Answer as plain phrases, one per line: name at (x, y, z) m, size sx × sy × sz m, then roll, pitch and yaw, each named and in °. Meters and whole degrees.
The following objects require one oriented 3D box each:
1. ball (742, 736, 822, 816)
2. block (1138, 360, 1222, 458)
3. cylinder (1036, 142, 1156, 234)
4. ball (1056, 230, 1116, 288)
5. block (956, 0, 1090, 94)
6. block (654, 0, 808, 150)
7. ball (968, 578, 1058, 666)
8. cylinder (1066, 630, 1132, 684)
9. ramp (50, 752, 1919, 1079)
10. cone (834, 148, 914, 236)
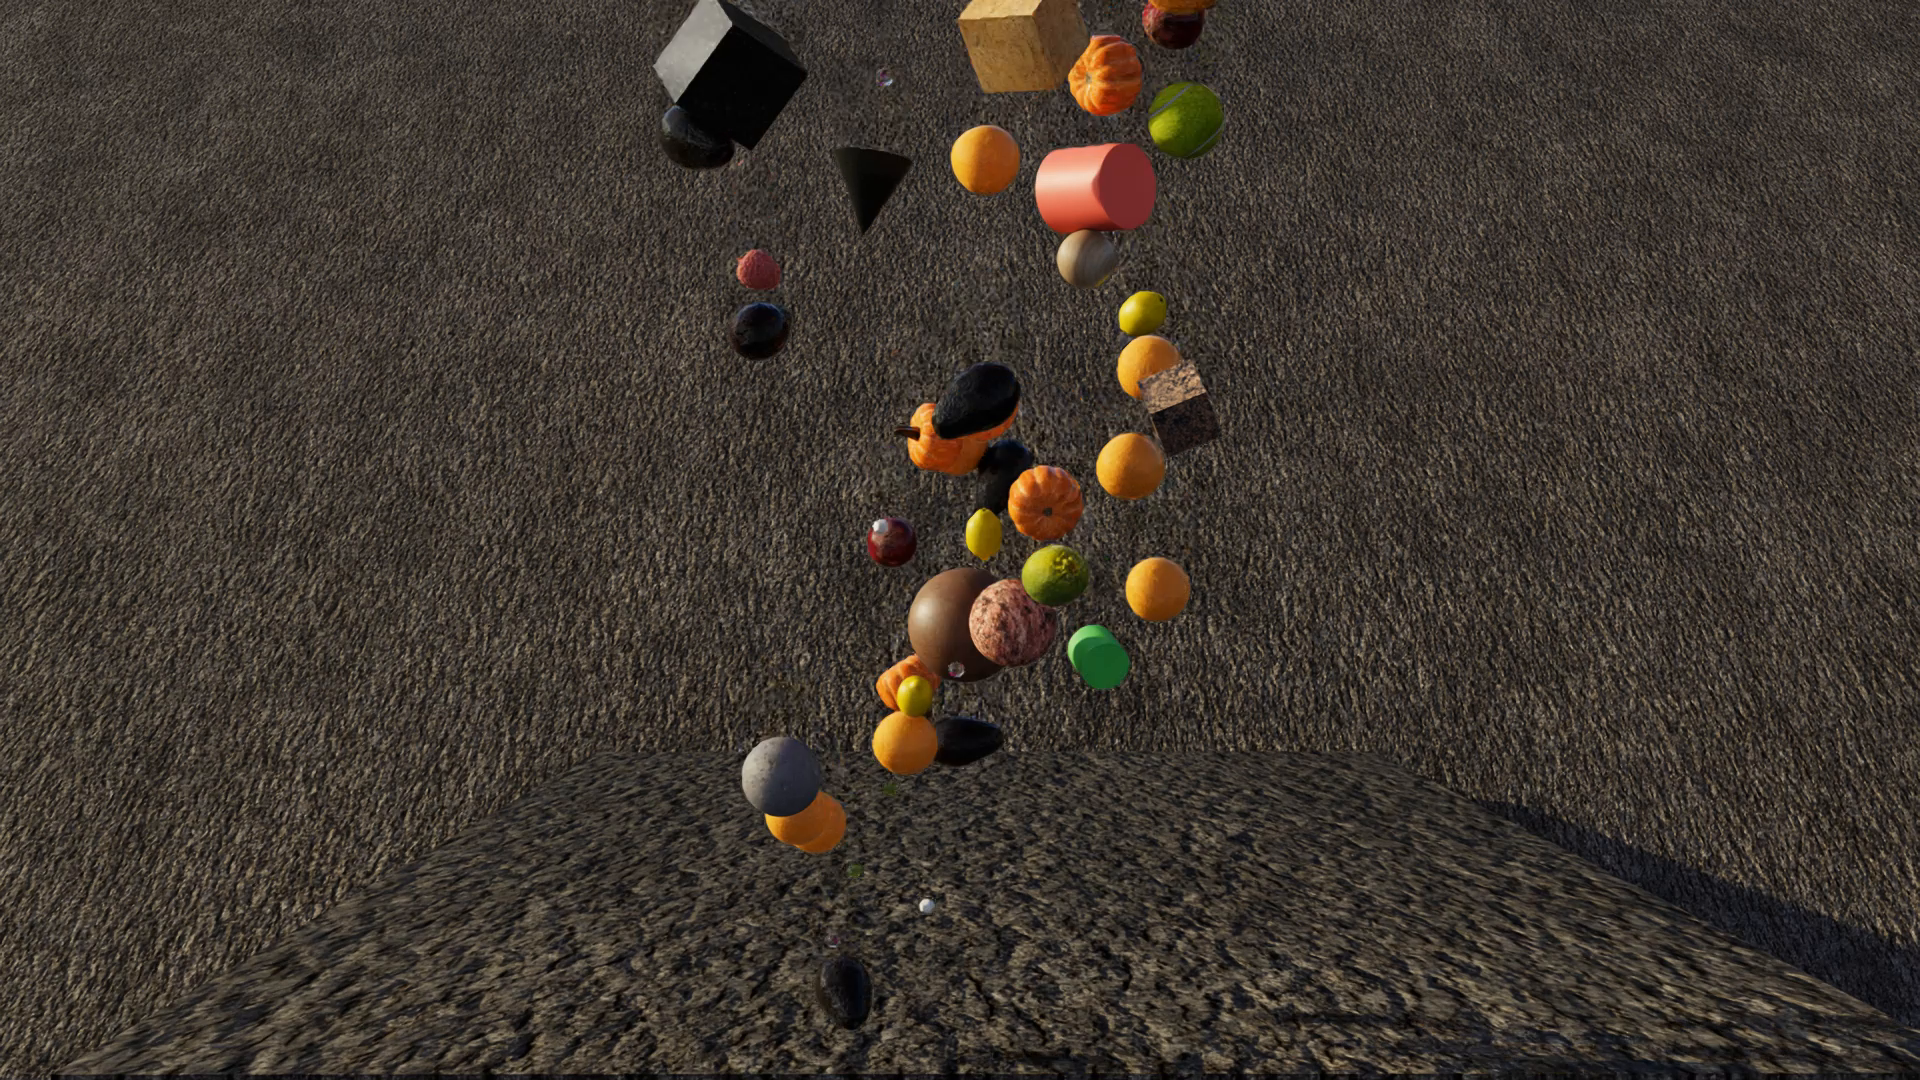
ball at (-0.194, 0.257, 2.809) m, size 0.087 × 0.087 × 0.087 m, roll 0°, pitch 30°, yaw 0°
block at (0.220, -0.132, 2.593) m, size 0.059 × 0.059 × 0.059 m, roll -22°, pitch 39°, yaw 4°
cylinder at (0.130, -0.337, 2.484) m, size 0.082 × 0.082 × 0.082 m, roll 3°, pitch 24°, yaw 45°
ball at (0.120, -0.268, 2.467) m, size 0.056 × 0.056 × 0.056 m, roll 0°, pitch 30°, yaw 0°
block at (0.060, -0.469, 2.387) m, size 0.079 × 0.079 × 0.079 m, roll 3°, pitch 43°, yaw 32°
block at (-0.215, -0.439, 2.417) m, size 0.090 × 0.090 × 0.090 m, roll 29°, pitch 18°, yaw -34°
ball at (0.057, 0.089, 2.788) m, size 0.095 × 0.095 × 0.095 m, roll 0°, pitch 30°, yaw 0°
cylinder at (0.159, 0.134, 2.969) m, size 0.057 × 0.057 × 0.057 m, roll -12°, pitch 9°, yaw -20°
ramp at (0.067, 0.596, 4.652) m, size 2.000 × 0.100 × 4.000 m, roll 0°, pitch 0°, yaw 0°
cone at (-0.098, -0.367, 2.766) m, size 0.085 × 0.085 × 0.085 m, roll 8°, pitch -3°, yaw 0°
